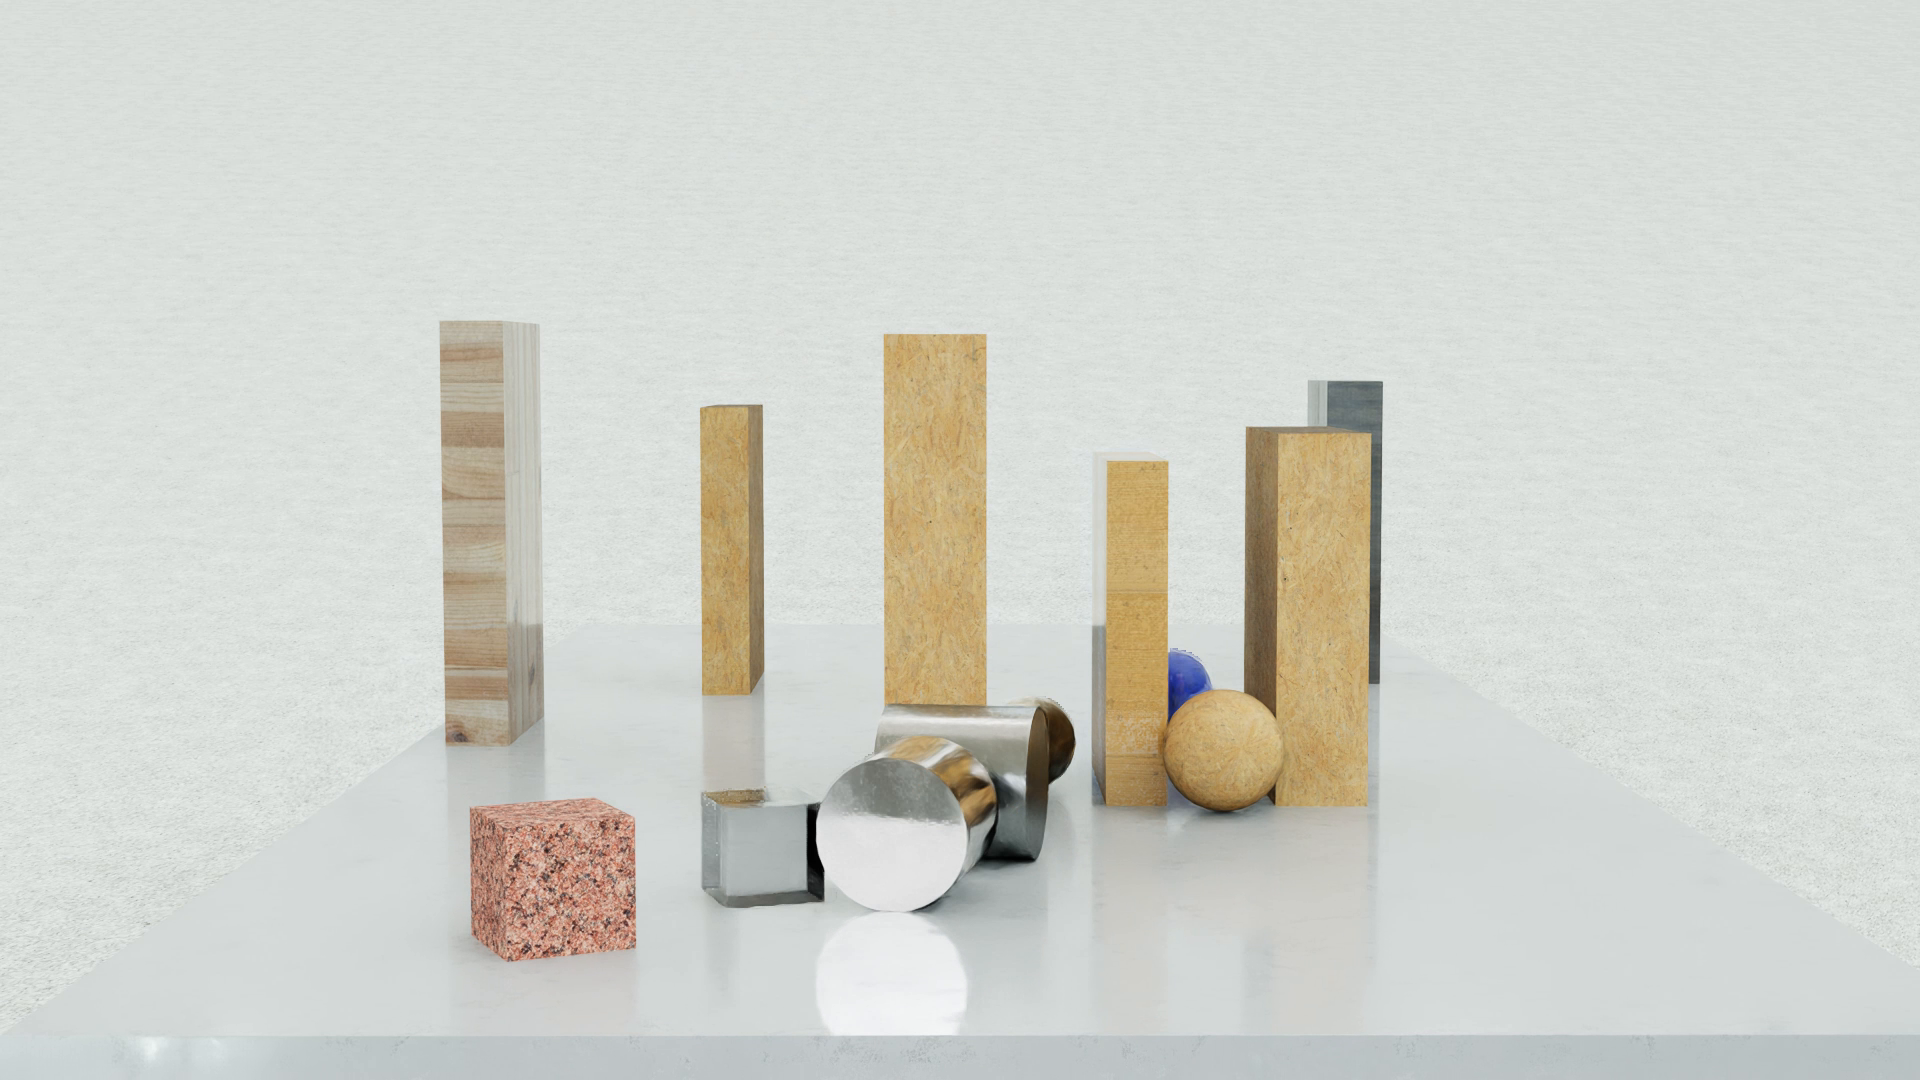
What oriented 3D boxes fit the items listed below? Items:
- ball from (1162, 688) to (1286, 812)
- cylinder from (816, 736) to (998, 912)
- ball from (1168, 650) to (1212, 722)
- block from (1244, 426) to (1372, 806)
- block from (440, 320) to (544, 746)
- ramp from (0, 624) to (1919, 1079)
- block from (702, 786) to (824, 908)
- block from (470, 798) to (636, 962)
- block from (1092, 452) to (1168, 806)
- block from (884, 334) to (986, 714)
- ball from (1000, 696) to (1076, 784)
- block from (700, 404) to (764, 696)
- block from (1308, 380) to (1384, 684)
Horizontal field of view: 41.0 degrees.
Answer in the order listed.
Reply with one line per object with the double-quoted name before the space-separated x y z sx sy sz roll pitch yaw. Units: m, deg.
"ball" 0.391 0.312 3.805 0.182 0.182 0.182 0 19 0
"cylinder" -0.063 0.351 3.195 0.189 0.189 0.189 4 5 12
"ball" 0.386 0.272 4.660 0.143 0.143 0.143 0 19 0
"block" 0.542 0.106 4.045 0.138 0.559 0.431 0 4 0
"block" -0.840 -0.023 4.626 0.109 0.737 0.391 0 4 0
"ramp" 0.045 0.402 4.539 2.000 0.100 4.000 0 4 0
"block" -0.248 0.383 3.203 0.124 0.124 0.124 -1 4 -19
"block" -0.469 0.387 2.947 0.150 0.150 0.150 -2 4 -26
"block" 0.264 0.127 4.039 0.092 0.519 0.405 0 4 0
"block" -0.036 0.045 3.868 0.146 0.705 0.415 0 4 0
"ball" 0.109 0.317 4.013 0.144 0.144 0.144 0 19 0
"block" -0.470 0.010 5.322 0.096 0.576 0.401 0 4 0
"block" 0.812 -0.024 5.442 0.115 0.626 0.294 0 4 0
